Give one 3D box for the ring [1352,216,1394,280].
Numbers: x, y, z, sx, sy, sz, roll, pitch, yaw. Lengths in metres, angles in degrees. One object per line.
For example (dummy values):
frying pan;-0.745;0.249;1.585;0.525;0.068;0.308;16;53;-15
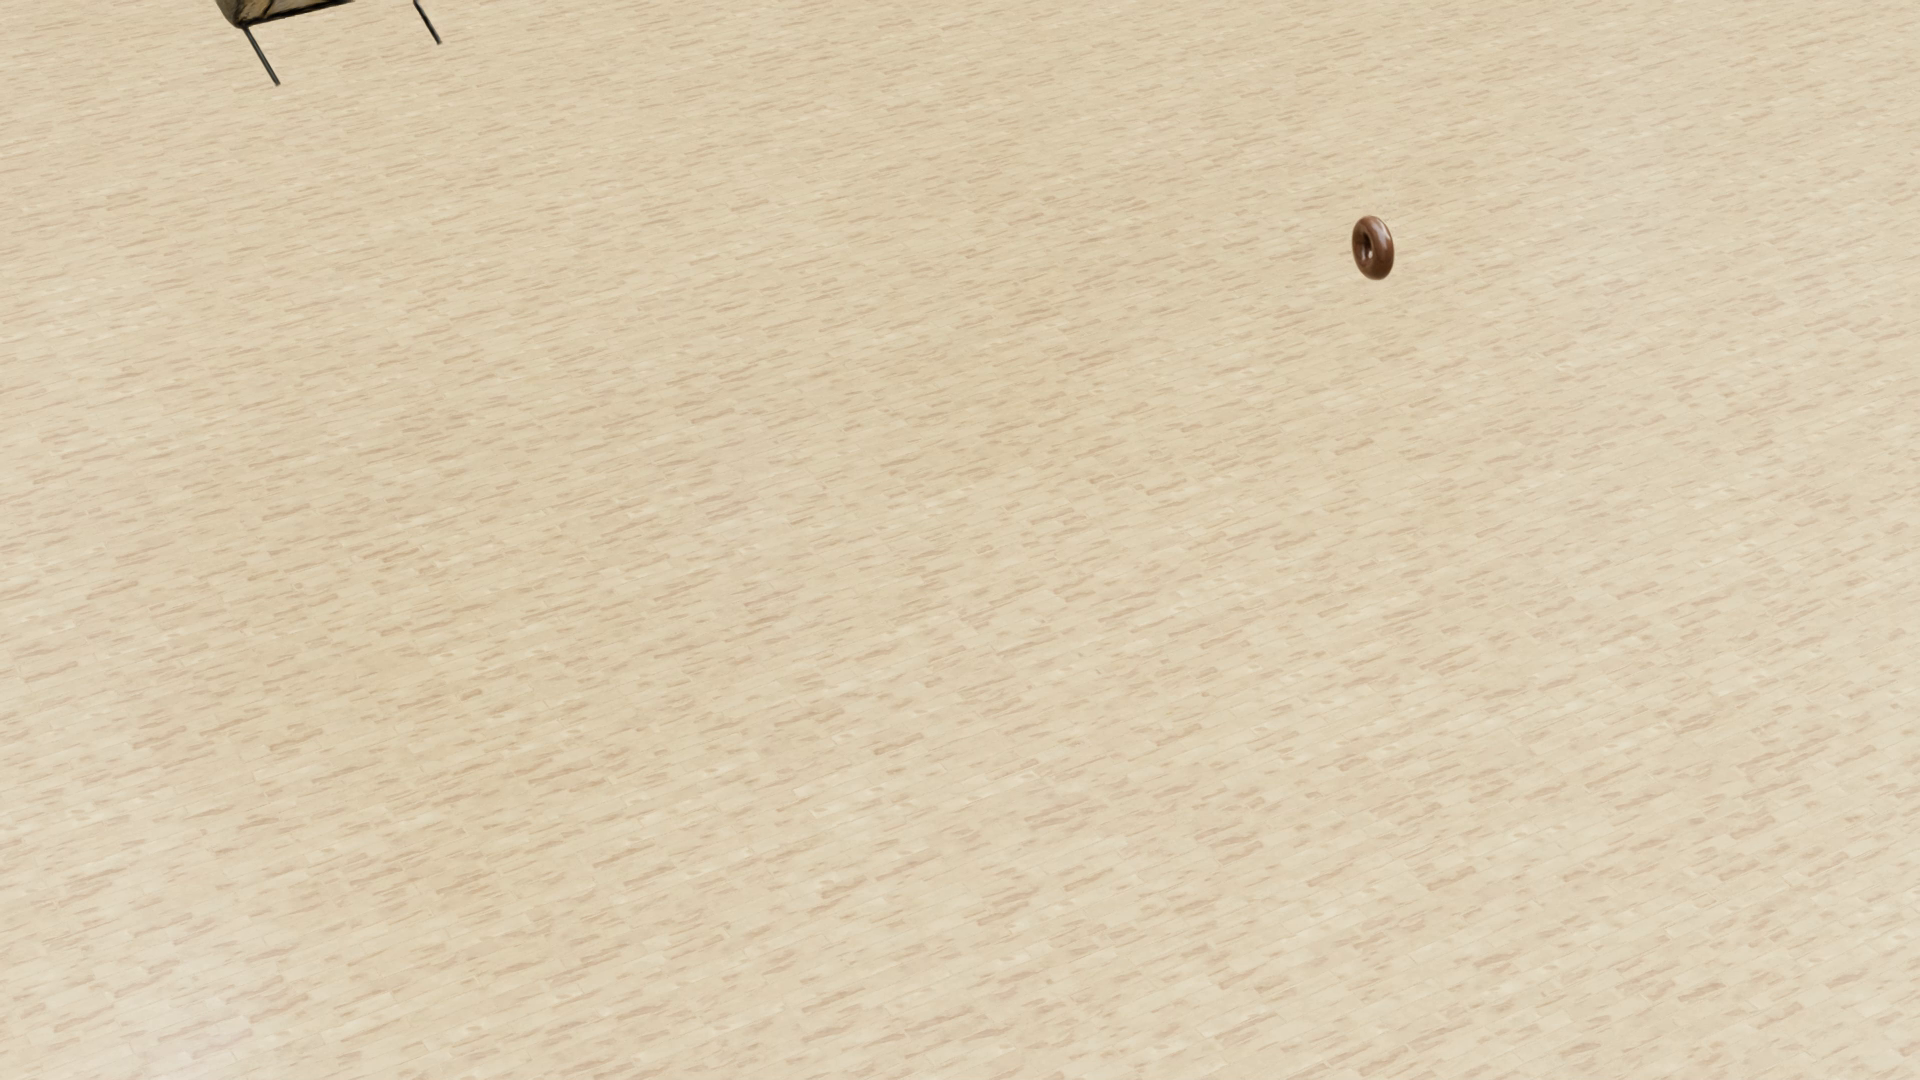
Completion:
ring;1.272;-0.900;9.033;0.068;0.187;0.223;-6;47;-18
